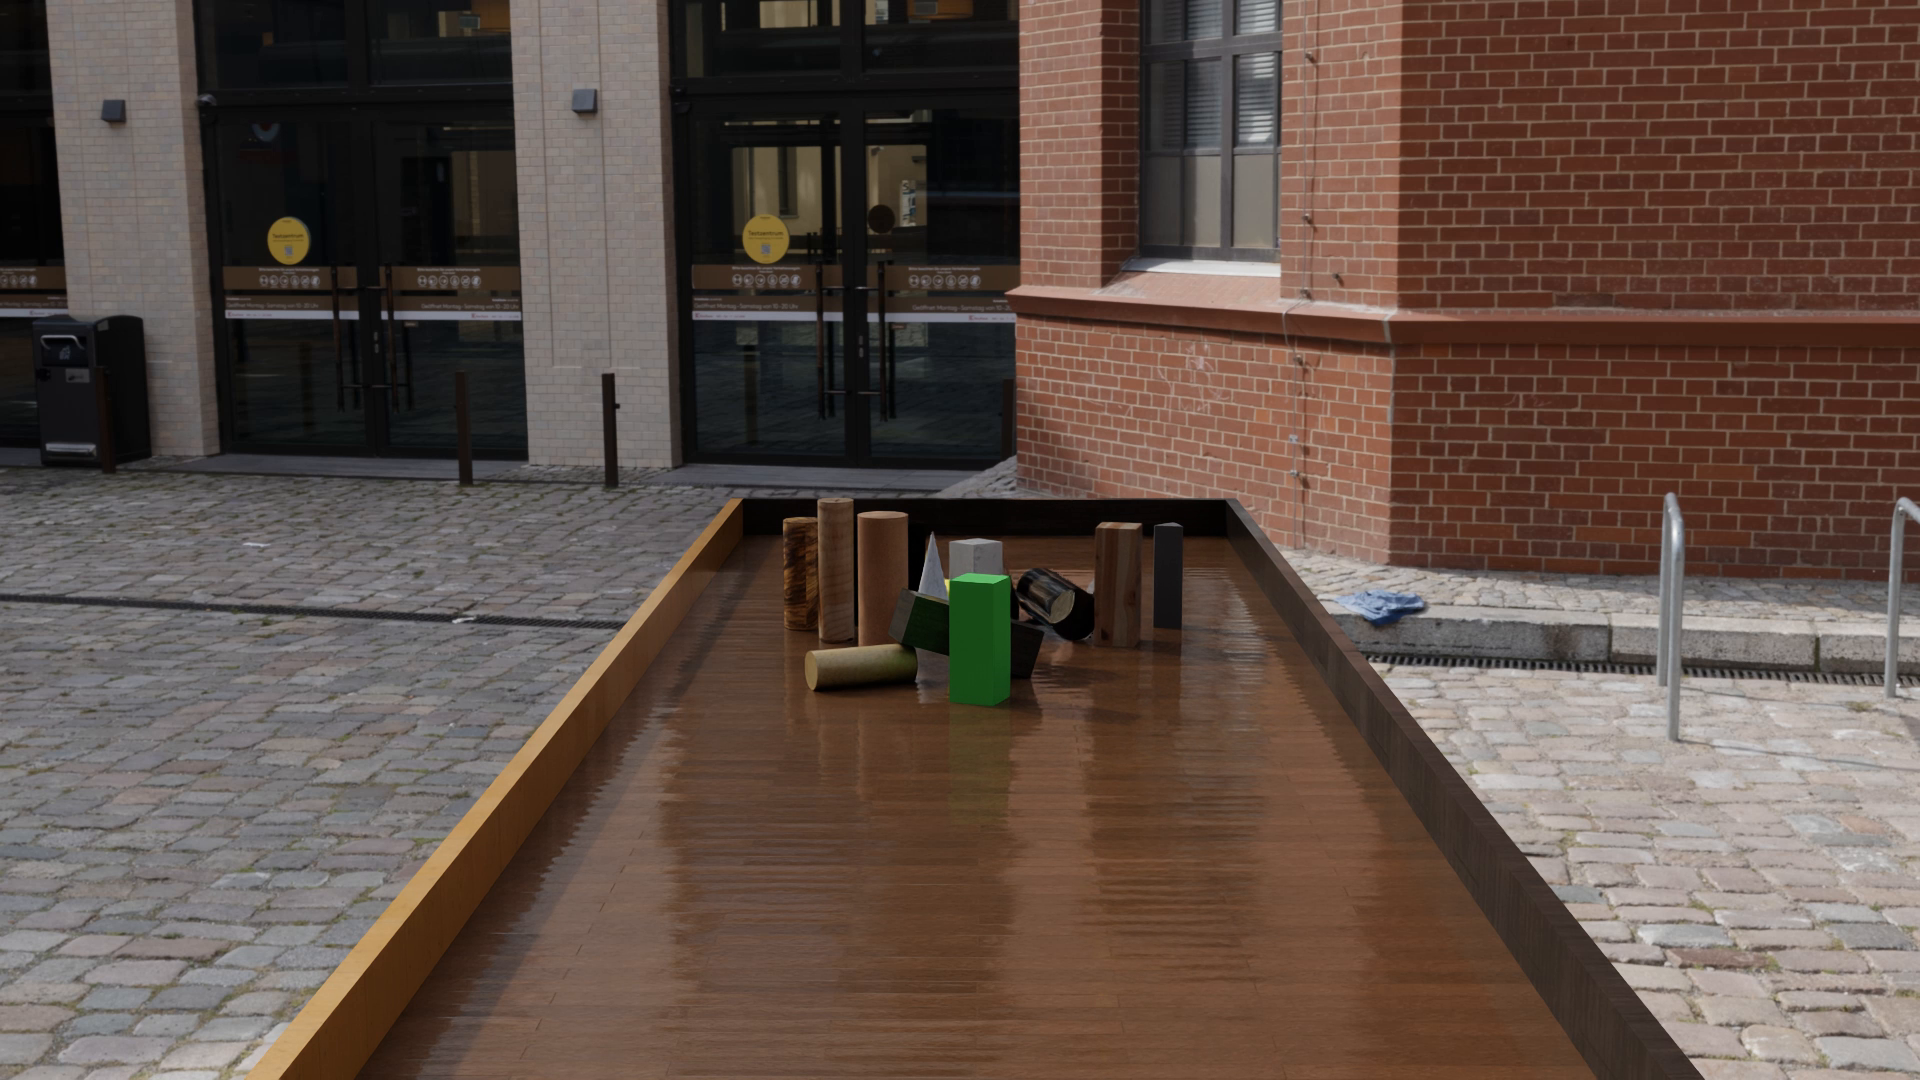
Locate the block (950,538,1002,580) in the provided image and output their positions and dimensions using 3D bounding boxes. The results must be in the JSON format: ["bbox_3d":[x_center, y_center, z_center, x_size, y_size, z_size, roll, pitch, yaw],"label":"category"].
[{"bbox_3d":[0.050,0.184,6.674,0.114,0.362,0.114,-6,9,-39],"label":"block"}]

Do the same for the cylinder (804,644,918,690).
[{"bbox_3d":[-0.285,0.364,6.353,0.307,0.113,0.113,-4,10,-23],"label":"cylinder"}]

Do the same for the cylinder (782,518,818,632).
[{"bbox_3d":[-0.509,0.111,7.175,0.132,0.356,0.132,0,9,0],"label":"cylinder"}]

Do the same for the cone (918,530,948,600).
[{"bbox_3d":[-0.087,0.141,6.965,0.164,0.361,0.164,0,9,0],"label":"cone"}]

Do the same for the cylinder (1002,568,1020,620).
[{"bbox_3d":[0.123,0.188,7.272,0.121,0.121,0.454,0,11,-2],"label":"cylinder"}]

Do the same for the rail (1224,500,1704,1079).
[{"bbox_3d":[1.046,0.843,3.208,0.050,0.150,12.000,0,9,1],"label":"rail"}]

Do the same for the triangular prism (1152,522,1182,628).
[{"bbox_3d":[0.689,0.115,7.204,0.094,0.338,0.082,3,9,16],"label":"triangular prism"}]

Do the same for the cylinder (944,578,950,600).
[{"bbox_3d":[-0.110,0.183,7.431,0.134,0.134,0.421,-6,11,-32],"label":"cylinder"}]

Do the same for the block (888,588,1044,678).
[{"bbox_3d":[0.018,0.272,6.443,0.415,0.143,0.143,16,3,-20],"label":"block"}]

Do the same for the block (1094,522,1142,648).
[{"bbox_3d":[0.499,0.139,6.936,0.130,0.374,0.130,2,9,13],"label":"block"}]

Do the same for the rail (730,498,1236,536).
[{"bbox_3d":[0.099,-0.098,9.147,2.100,0.150,0.050,0,9,1],"label":"rail"}]

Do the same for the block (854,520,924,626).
[{"bbox_3d":[-0.240,0.110,7.216,0.178,0.343,0.178,-8,12,-40],"label":"block"}]

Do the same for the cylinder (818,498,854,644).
[{"bbox_3d":[-0.392,0.097,6.961,0.114,0.450,0.114,0,9,0],"label":"cylinder"}]

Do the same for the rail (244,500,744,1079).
[{"bbox_3d":[-1.004,0.839,3.234,0.050,0.150,12.000,0,9,1],"label":"rail"}]

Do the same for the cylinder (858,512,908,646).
[{"bbox_3d":[-0.233,0.146,6.658,0.153,0.449,0.153,0,9,0],"label":"cylinder"}]

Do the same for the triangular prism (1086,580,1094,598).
[{"bbox_3d":[0.467,0.188,7.405,0.144,0.124,0.343,0,9,5],"label":"triangular prism"}]

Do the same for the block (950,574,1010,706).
[{"bbox_3d":[0.056,0.277,6.158,0.132,0.345,0.132,4,10,22],"label":"block"}]

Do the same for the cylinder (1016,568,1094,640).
[{"bbox_3d":[0.315,0.206,7.188,0.164,0.164,0.422,-2,9,-13],"label":"cylinder"}]
